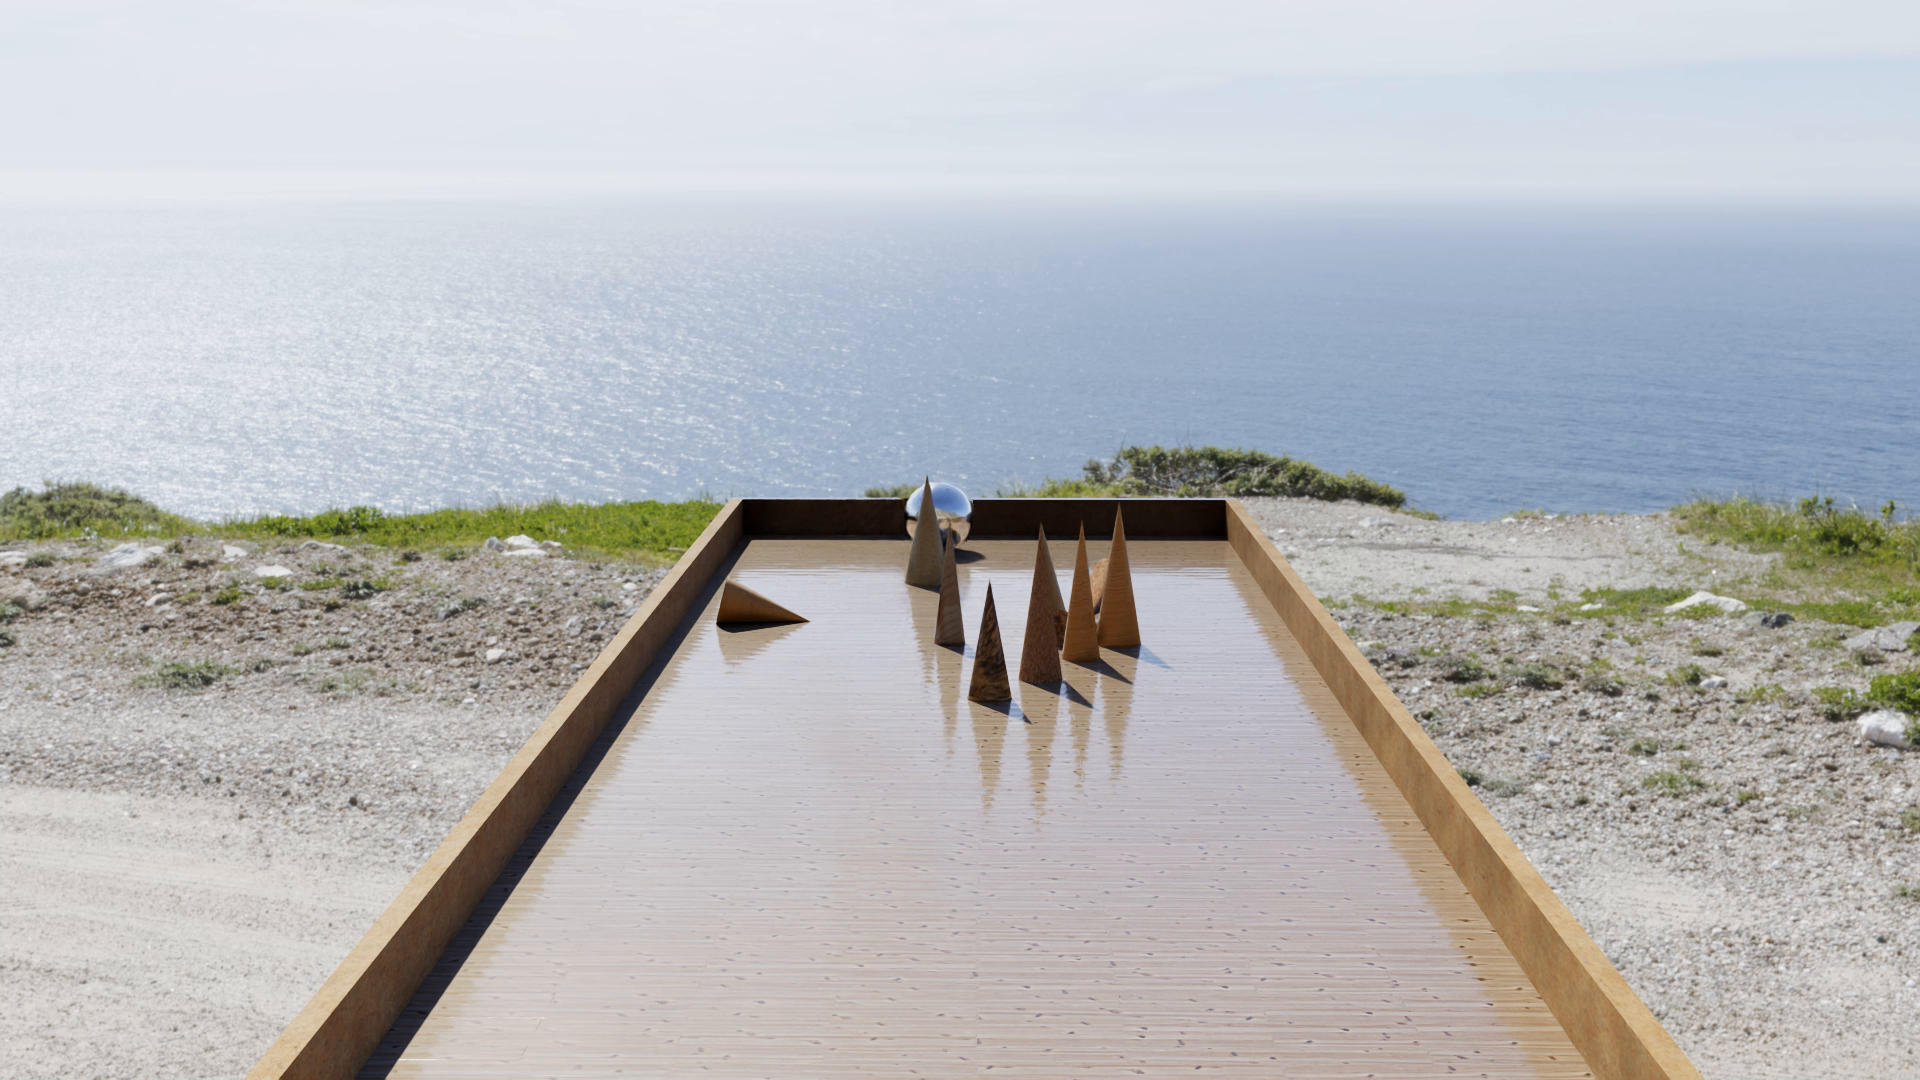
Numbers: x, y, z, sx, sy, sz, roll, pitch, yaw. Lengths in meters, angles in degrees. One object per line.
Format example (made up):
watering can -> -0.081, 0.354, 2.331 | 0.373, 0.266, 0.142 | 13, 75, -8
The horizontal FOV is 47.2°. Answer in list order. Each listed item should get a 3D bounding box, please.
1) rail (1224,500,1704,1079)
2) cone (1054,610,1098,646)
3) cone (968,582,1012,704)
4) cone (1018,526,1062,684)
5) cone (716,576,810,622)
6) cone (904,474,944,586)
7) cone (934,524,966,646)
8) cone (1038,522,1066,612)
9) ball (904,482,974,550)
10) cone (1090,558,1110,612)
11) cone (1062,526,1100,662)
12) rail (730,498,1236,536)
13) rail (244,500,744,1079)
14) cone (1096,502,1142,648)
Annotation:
rail -> 1.046, 0.843, 3.208 | 0.050, 0.150, 12.000 | 0, 9, 1
cone -> 0.427, 0.281, 7.058 | 0.113, 0.113, 0.386 | 6, 3, 34
cone -> 0.083, 0.275, 6.168 | 0.127, 0.346, 0.127 | 0, 9, 0
cone -> 0.235, 0.182, 6.410 | 0.129, 0.454, 0.129 | 0, 9, 0
cone -> -0.641, 0.234, 7.286 | 0.304, 0.160, 0.160 | 14, 8, -4
cone -> -0.119, -0.045, 8.001 | 0.169, 0.404, 0.169 | 0, 9, 0
cone -> -0.033, 0.126, 6.930 | 0.101, 0.401, 0.101 | 0, 9, 0
cone -> 0.272, 0.122, 7.022 | 0.145, 0.371, 0.145 | -5, 9, 1
ball -> -0.085, -0.093, 8.721 | 0.274, 0.274, 0.274 | 0, 9, 0
cone -> 0.482, 0.194, 7.575 | 0.135, 0.135, 0.433 | 2, 18, 13
cone -> 0.370, 0.149, 6.694 | 0.119, 0.430, 0.119 | 0, 9, 0
rail -> 0.099, -0.098, 9.147 | 2.100, 0.150, 0.050 | 0, 9, 1
rail -> -1.004, 0.839, 3.234 | 0.050, 0.150, 12.000 | 0, 9, 1
cone -> 0.498, 0.103, 6.910 | 0.148, 0.455, 0.148 | 0, 9, 0
